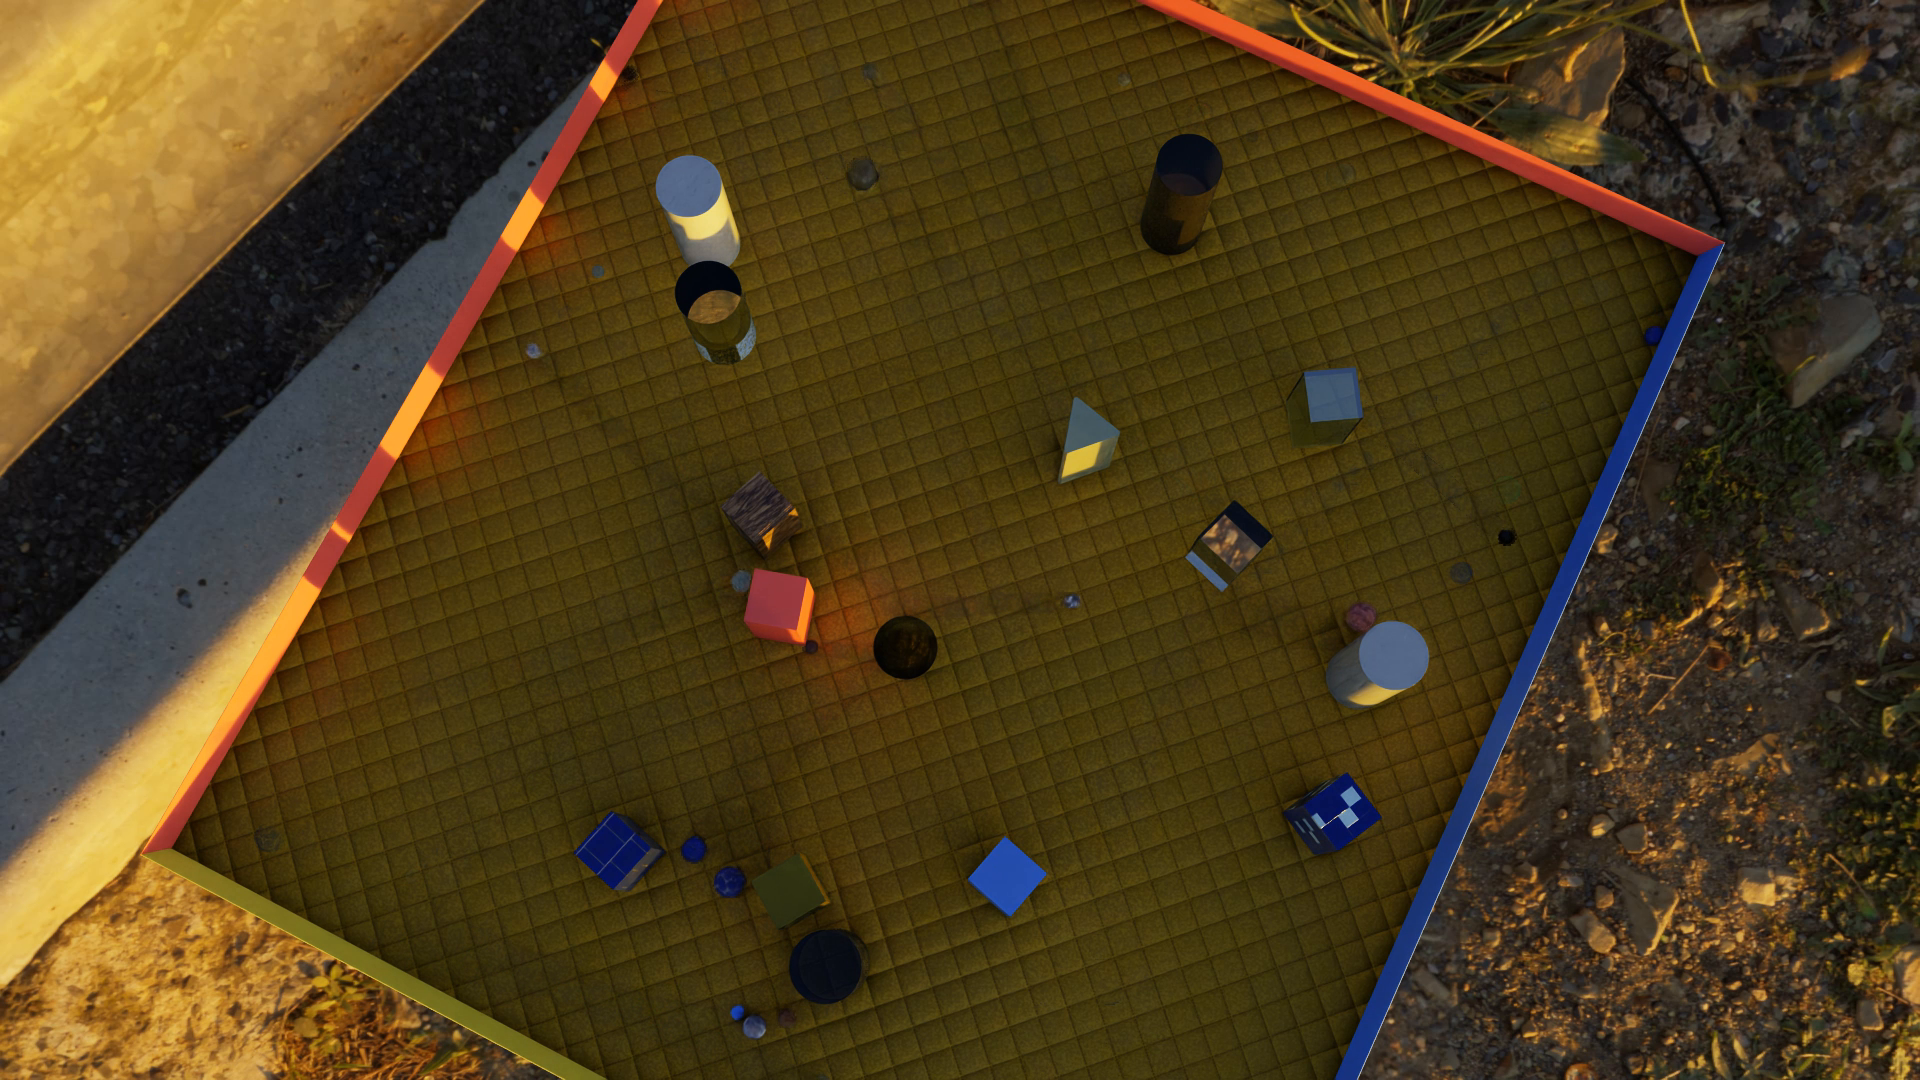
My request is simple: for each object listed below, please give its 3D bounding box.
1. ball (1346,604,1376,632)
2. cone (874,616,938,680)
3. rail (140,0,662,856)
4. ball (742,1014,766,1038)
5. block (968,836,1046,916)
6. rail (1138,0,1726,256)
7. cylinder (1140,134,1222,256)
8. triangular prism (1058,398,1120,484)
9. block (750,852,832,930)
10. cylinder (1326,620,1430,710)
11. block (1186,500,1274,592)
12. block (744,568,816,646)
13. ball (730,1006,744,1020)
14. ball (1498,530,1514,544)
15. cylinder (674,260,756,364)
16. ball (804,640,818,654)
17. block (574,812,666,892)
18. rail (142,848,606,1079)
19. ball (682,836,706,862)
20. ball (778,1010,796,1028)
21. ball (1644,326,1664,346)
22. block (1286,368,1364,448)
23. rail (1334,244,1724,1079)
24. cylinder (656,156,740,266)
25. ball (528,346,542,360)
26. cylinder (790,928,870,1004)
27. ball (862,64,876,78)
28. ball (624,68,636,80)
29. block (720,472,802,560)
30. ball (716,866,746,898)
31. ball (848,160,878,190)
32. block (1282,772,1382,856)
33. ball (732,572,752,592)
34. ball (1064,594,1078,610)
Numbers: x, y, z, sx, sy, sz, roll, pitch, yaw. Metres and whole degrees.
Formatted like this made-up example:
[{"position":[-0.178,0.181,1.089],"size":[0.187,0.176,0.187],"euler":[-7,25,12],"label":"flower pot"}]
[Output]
[{"position":[1.208,0.234,5.523],"size":[0.088,0.088,0.088],"euler":[0,78,0],"label":"ball"},{"position":[-0.165,0.286,5.361],"size":[0.194,0.384,0.194],"euler":[0,78,0],"label":"cone"},{"position":[-1.502,-0.729,5.702],"size":[0.045,0.126,3.795],"euler":[26,80,5],"label":"rail"},{"position":[-0.593,1.404,5.291],"size":[0.069,0.069,0.069],"euler":[0,78,0],"label":"ball"},{"position":[0.131,0.964,5.229],"size":[0.155,0.369,0.155],"euler":[41,81,8],"label":"block"},{"position":[0.838,-1.634,5.889],"size":[3.406,0.126,0.045],"euler":[26,80,5],"label":"rail"},{"position":[0.670,-1.046,5.585],"size":[0.194,0.485,0.194],"euler":[0,78,0],"label":"cylinder"},{"position":[0.359,-0.309,5.484],"size":[0.168,0.384,0.146],"euler":[-19,79,-4],"label":"triangular prism"},{"position":[-0.481,1.011,5.266],"size":[0.155,0.276,0.155],"euler":[-30,80,-6],"label":"block"},{"position":[1.201,0.367,5.300],"size":[0.194,0.470,0.194],"euler":[0,78,0],"label":"cylinder"},{"position":[0.798,0.021,5.453],"size":[0.155,0.311,0.155],"euler":[44,82,8],"label":"block"},{"position":[-0.530,0.202,5.416],"size":[0.155,0.310,0.155],"euler":[10,79,2],"label":"block"},{"position":[-0.644,1.371,5.312],"size":[0.041,0.041,0.041],"euler":[0,78,0],"label":"ball"},{"position":[1.668,-0.010,5.596],"size":[0.044,0.044,0.044],"euler":[0,78,0],"label":"ball"},{"position":[-0.736,-0.683,5.551],"size":[0.194,0.405,0.194],"euler":[0,78,0],"label":"cylinder"},{"position":[-0.447,0.322,5.528],"size":[0.042,0.042,0.042],"euler":[0,78,0],"label":"ball"},{"position":[-0.980,0.901,5.293],"size":[0.155,0.268,0.155],"euler":[41,81,8],"label":"block"},{"position":[-0.838,1.648,5.210],"size":[3.406,0.126,0.045],"euler":[26,80,5],"label":"rail"},{"position":[-0.781,0.910,5.391],"size":[0.072,0.072,0.072],"euler":[0,78,0],"label":"ball"},{"position":[-0.501,1.384,5.304],"size":[0.052,0.052,0.052],"euler":[0,78,0],"label":"ball"},{"position":[2.166,-0.638,5.717],"size":[0.061,0.061,0.061],"euler":[0,78,0],"label":"ball"},{"position":[1.099,-0.396,5.541],"size":[0.155,0.309,0.155],"euler":[-5,78,-1],"label":"block"},{"position":[1.502,0.742,5.398],"size":[0.045,0.126,3.795],"euler":[26,80,5],"label":"rail"},{"position":[-0.793,-0.986,5.582],"size":[0.194,0.467,0.194],"euler":[0,78,0],"label":"cylinder"},{"position":[-1.327,-0.586,5.715],"size":[0.044,0.044,0.044],"euler":[0,78,0],"label":"ball"},{"position":[-0.360,1.189,5.128],"size":[0.194,0.475,0.194],"euler":[0,78,0],"label":"cylinder"},{"position":[-0.292,-1.510,5.906],"size":[0.044,0.044,0.044],"euler":[0,78,0],"label":"ball"},{"position":[-1.064,-1.503,5.907],"size":[0.042,0.042,0.042],"euler":[0,78,0],"label":"ball"},{"position":[-0.593,-0.070,5.500],"size":[0.155,0.257,0.155],"euler":[-43,81,-8],"label":"block"},{"position":[-0.672,1.000,5.364],"size":[0.090,0.090,0.090],"euler":[0,78,0],"label":"ball"},{"position":[-0.309,-1.157,5.806],"size":[0.097,0.097,0.097],"euler":[0,78,0],"label":"ball"},{"position":[1.066,0.791,5.274],"size":[0.155,0.351,0.155],"euler":[-35,81,-7],"label":"block"},{"position":[-0.662,0.127,5.558],"size":[0.064,0.064,0.064],"euler":[0,78,0],"label":"ball"},{"position":[0.336,0.187,5.555],"size":[0.046,0.046,0.046],"euler":[0,78,0],"label":"ball"}]
